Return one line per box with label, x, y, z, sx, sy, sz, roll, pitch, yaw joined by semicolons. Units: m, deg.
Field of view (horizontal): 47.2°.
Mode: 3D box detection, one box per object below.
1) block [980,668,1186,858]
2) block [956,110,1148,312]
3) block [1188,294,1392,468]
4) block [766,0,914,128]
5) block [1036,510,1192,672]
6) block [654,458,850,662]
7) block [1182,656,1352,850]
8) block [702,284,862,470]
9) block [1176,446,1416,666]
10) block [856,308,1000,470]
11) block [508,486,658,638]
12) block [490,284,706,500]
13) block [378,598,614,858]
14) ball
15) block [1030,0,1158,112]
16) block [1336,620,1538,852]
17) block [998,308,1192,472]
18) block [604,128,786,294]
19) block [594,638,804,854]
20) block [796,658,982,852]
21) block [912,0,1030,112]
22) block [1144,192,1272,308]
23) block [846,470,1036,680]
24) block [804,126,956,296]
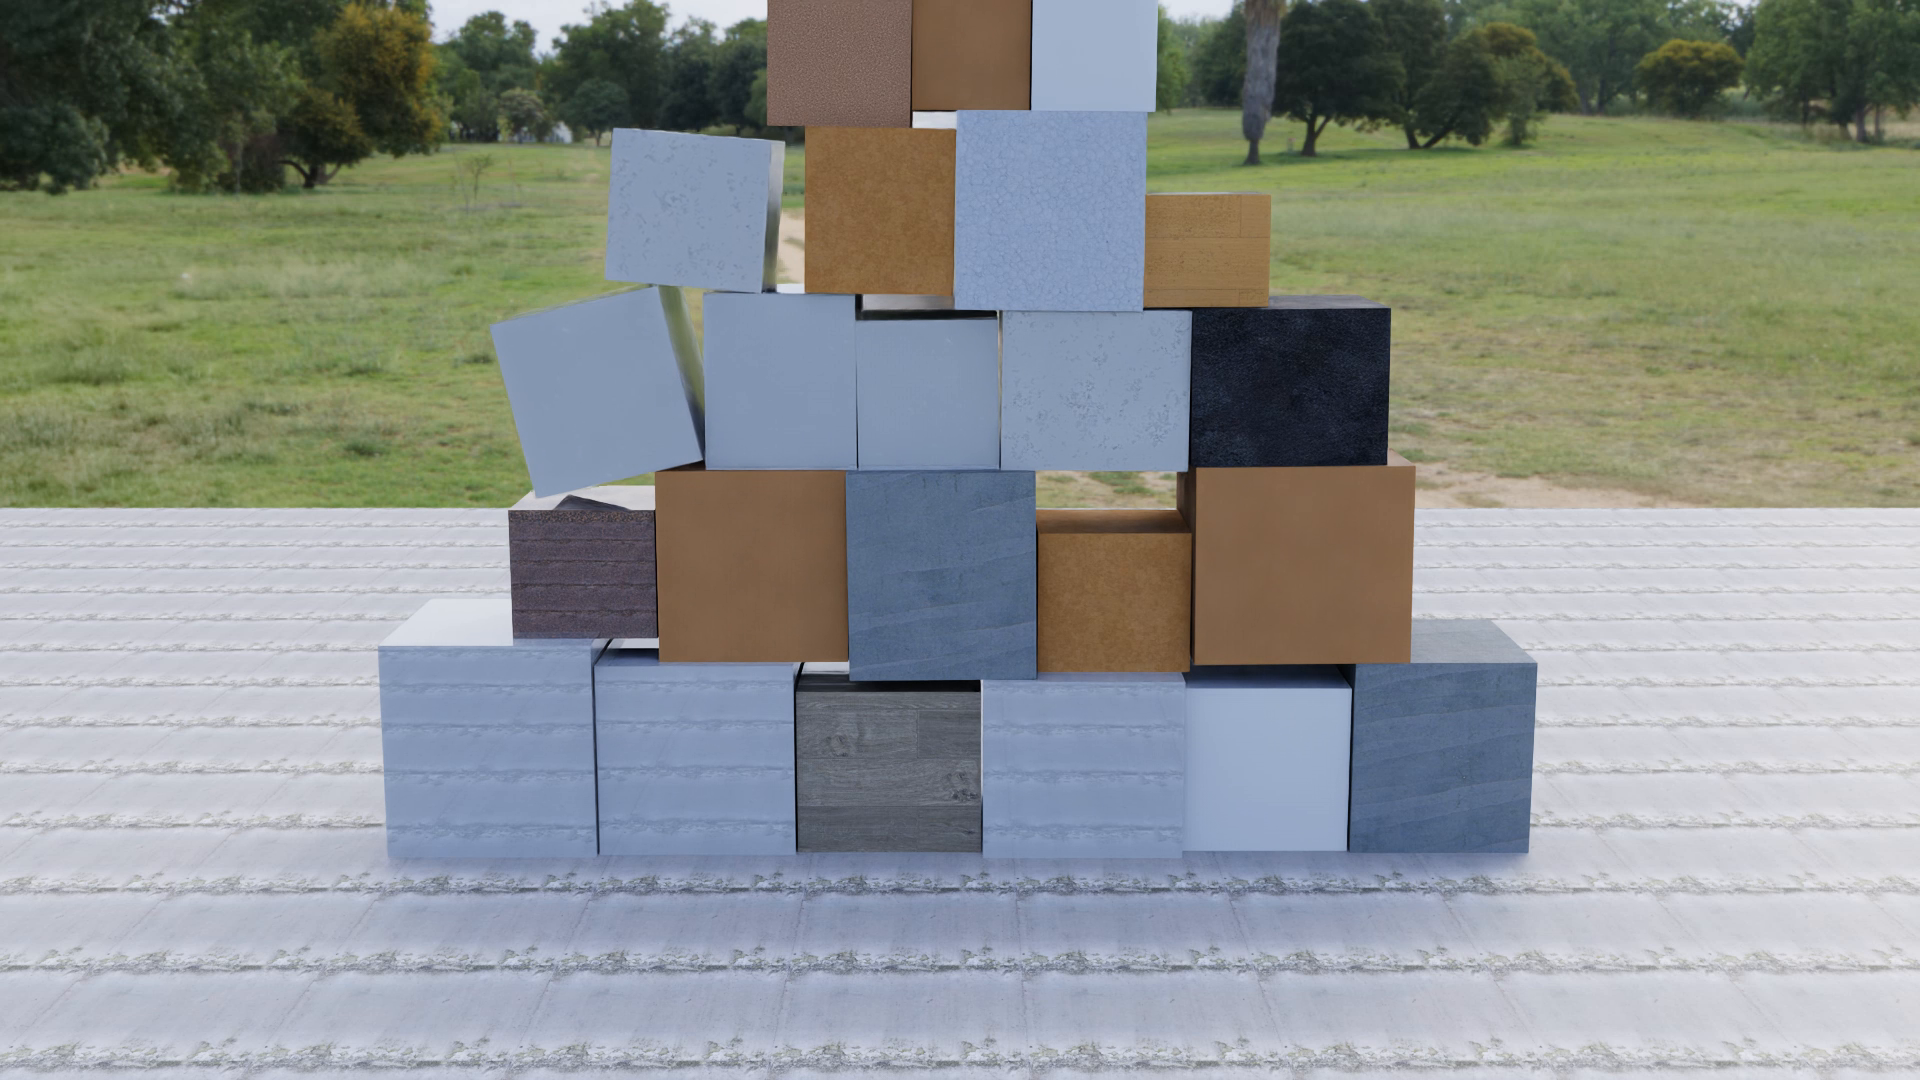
block;0.607;1.033;11.377;0.987;0.896;1.133;0;10;0
block;0.431;-1.639;10.877;0.899;0.940;0.885;0;10;0
block;1.591;-0.814;11.037;0.948;0.759;0.933;-1;10;0
block;-0.574;-2.343;10.750;0.682;0.638;0.656;1;10;0
block;0.764;0.248;11.235;0.756;0.700;0.724;0;10;0
block;-1.019;0.059;11.198;0.934;0.953;0.849;0;10;0
block;1.523;1.066;11.372;0.825;0.835;0.888;0;10;0
block;-0.872;-0.831;11.024;0.739;0.860;0.723;0;10;0
block;1.676;0.040;11.185;1.058;0.976;0.988;-1;10;0
block;-0.156;-0.768;11.035;0.687;0.728;0.749;-1;10;0
block;-1.853;0.101;11.188;0.714;0.645;0.774;0;10;0
block;-1.756;-0.787;11.048;0.834;0.869;0.880;-13;10;2
block;-2.320;0.945;11.358;1.036;1.077;1.110;0;10;0
ball;0.000;-1.793;12.963;1.600;1.600;1.600;0;10;0
block;0.637;-2.421;10.721;0.590;0.657;0.665;0;10;0
block;2.392;0.993;11.379;0.892;0.974;0.998;0;10;0
block;0.656;-0.791;11.018;0.909;0.776;0.824;0;10;0
block;-1.298;-1.639;10.875;0.757;0.723;0.740;5;10;0
block;-1.305;1.000;11.375;0.973;0.963;1.043;0;10;0
block;-0.352;1.074;11.356;0.912;0.825;0.904;0;10;0
block;0.053;-2.381;10.736;0.564;0.565;0.549;0;10;0
block;1.188;-1.452;10.930;0.613;0.537;0.658;0;10;0
block;-0.088;0.094;11.189;0.918;1.023;1.004;-1;10;0
block;-0.384;-1.638;10.878;0.714;0.787;0.784;1;10;0
